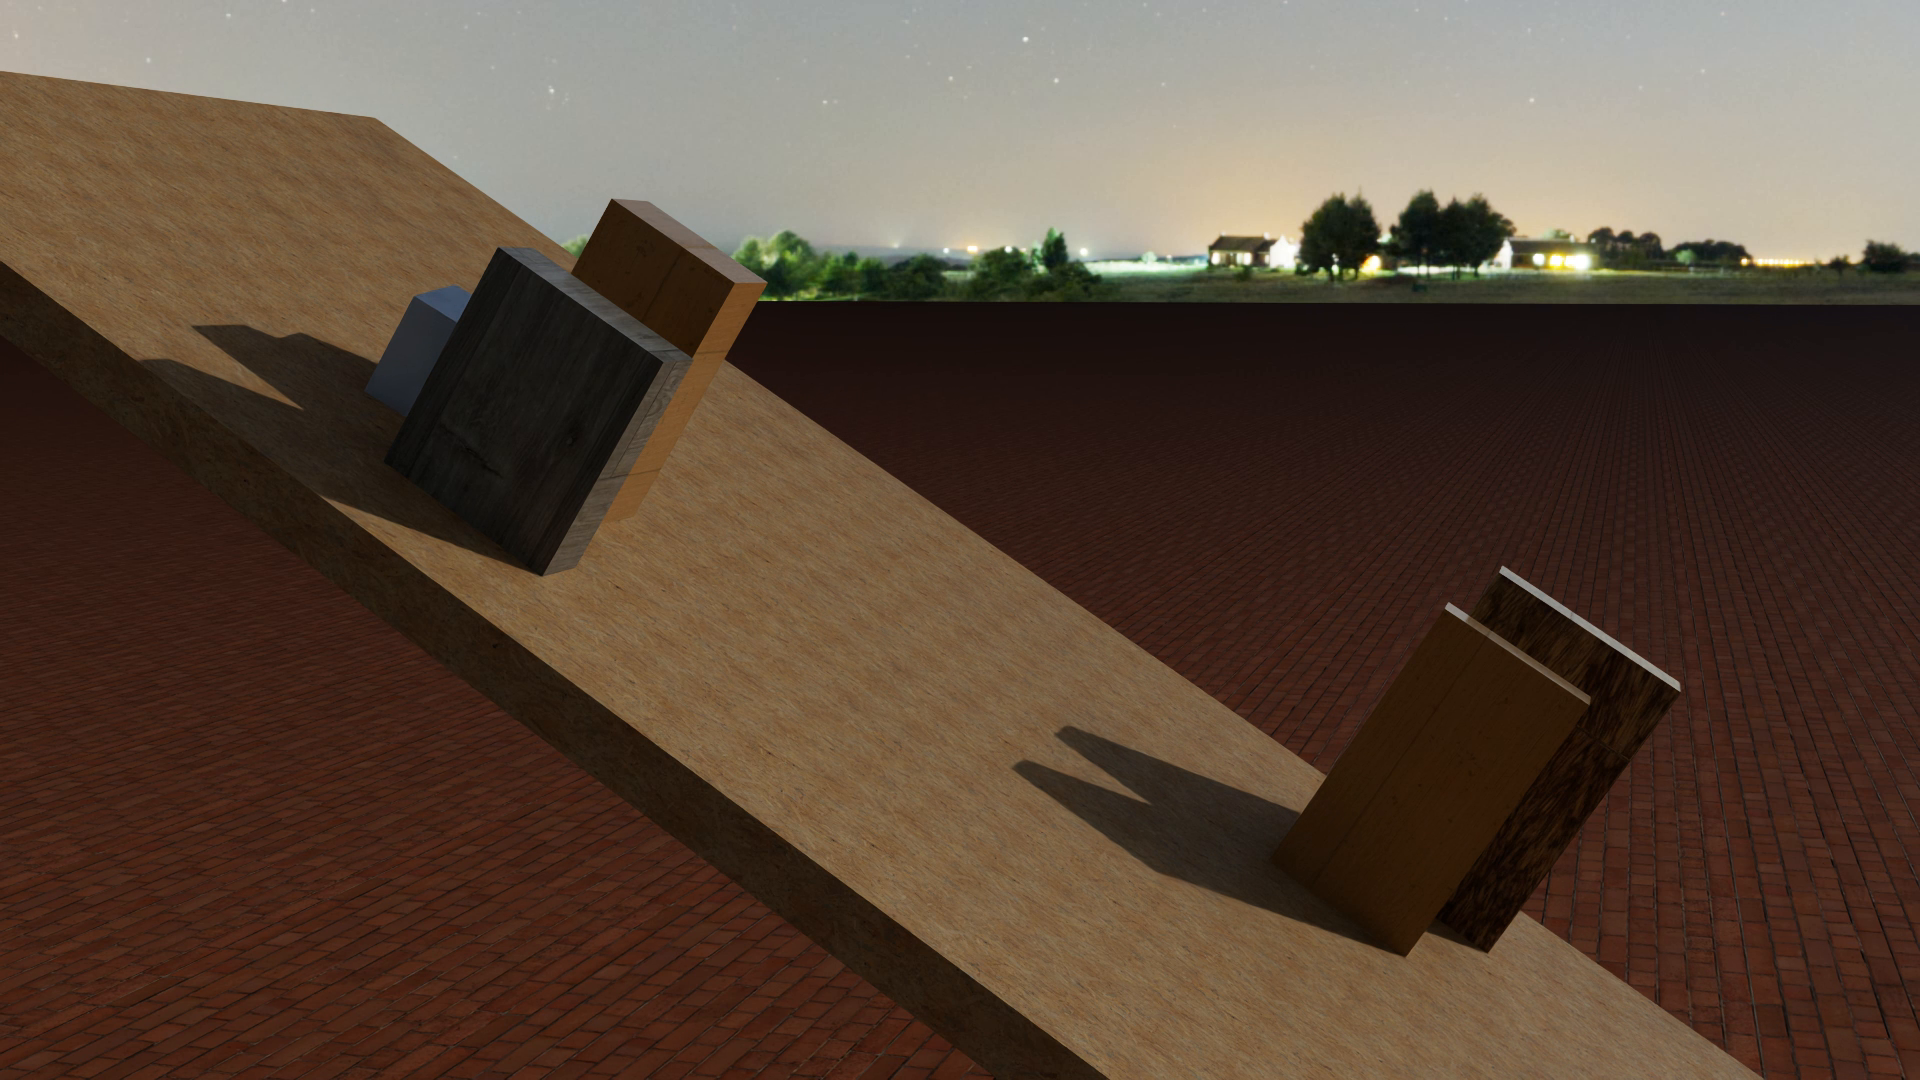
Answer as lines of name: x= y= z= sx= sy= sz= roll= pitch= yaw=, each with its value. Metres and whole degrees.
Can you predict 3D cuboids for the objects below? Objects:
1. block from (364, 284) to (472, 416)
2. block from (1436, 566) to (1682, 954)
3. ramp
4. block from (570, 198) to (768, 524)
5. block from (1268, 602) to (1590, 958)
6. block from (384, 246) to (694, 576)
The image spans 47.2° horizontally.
block: x=-0.872 y=-0.302 z=3.810 sx=0.191 sy=0.191 sz=0.191 roll=32 pitch=15 yaw=0
block: x=1.074 y=0.440 z=4.413 sx=0.412 sy=0.653 sz=0.105 roll=35 pitch=15 yaw=11
ramp: x=-0.142 y=0.237 z=4.107 sx=4.000 sy=0.100 sz=2.000 roll=35 pitch=15 yaw=11
block: x=-0.585 y=-0.309 z=3.819 sx=0.264 sy=0.491 sz=0.146 roll=35 pitch=15 yaw=11
block: x=0.872 y=0.449 z=4.106 sx=0.308 sy=0.590 sz=0.083 roll=35 pitch=15 yaw=11
block: x=-0.671 y=-0.205 z=3.492 sx=0.329 sy=0.401 sz=0.114 roll=35 pitch=15 yaw=11
